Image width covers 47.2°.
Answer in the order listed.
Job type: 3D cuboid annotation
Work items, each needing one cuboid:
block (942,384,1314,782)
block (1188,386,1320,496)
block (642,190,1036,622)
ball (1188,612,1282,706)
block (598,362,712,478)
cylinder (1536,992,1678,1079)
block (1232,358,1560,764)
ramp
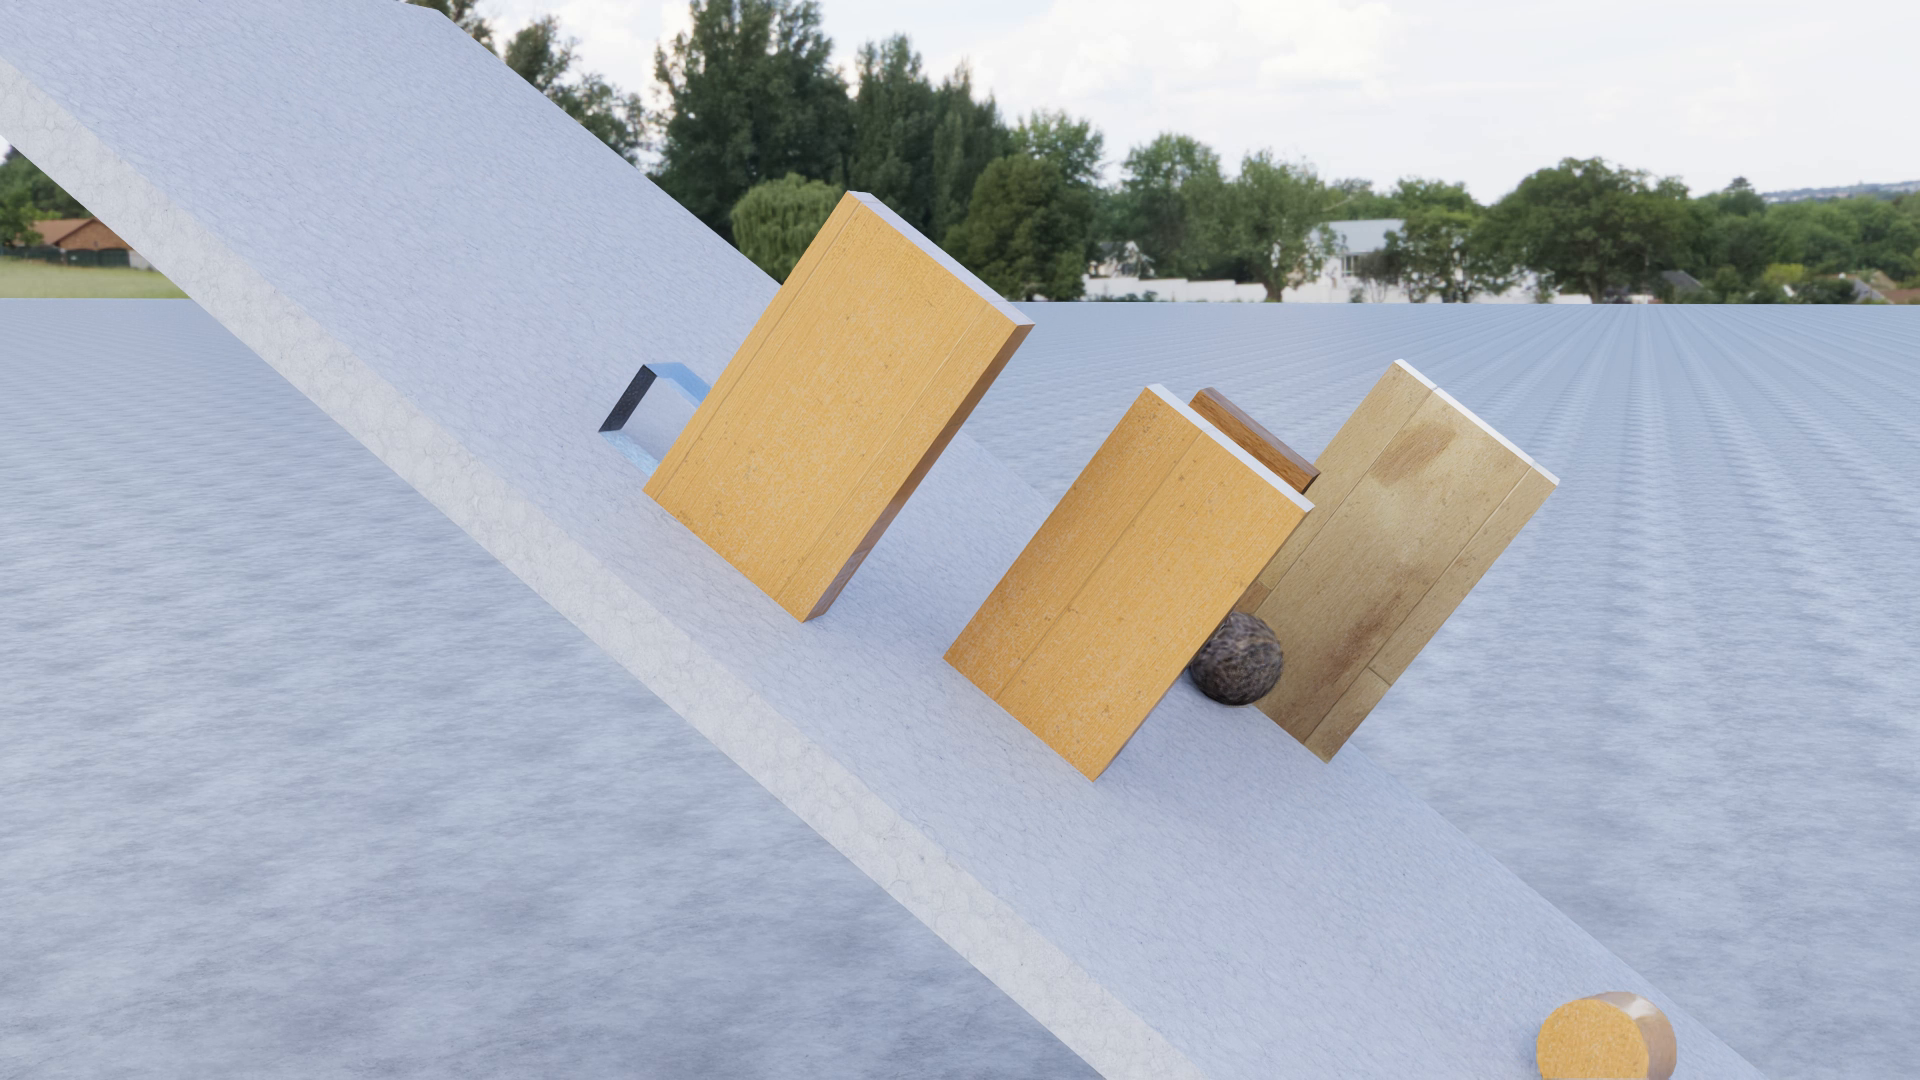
[{"bbox_3d":[0.275,0.071,3.639,0.327,0.575,0.103,39,16,9],"label":"block"},{"bbox_3d":[0.401,0.010,4.138,0.261,0.545,0.118,39,16,9],"label":"block"},{"bbox_3d":[-0.194,-0.205,3.428,0.335,0.581,0.105,39,16,9],"label":"block"},{"bbox_3d":[0.559,0.241,4.467,0.190,0.190,0.190,0,7,0],"label":"ball"},{"bbox_3d":[-0.475,-0.192,3.611,0.140,0.140,0.140,40,16,11],"label":"block"},{"bbox_3d":[1.123,0.886,3.813,0.191,0.191,0.191,4,-4,33],"label":"cylinder"},{"bbox_3d":[0.848,0.045,4.610,0.410,0.747,0.147,39,16,9],"label":"block"},{"bbox_3d":[-0.055,0.115,4.065,4.000,0.100,2.000,39,16,9],"label":"ramp"}]
